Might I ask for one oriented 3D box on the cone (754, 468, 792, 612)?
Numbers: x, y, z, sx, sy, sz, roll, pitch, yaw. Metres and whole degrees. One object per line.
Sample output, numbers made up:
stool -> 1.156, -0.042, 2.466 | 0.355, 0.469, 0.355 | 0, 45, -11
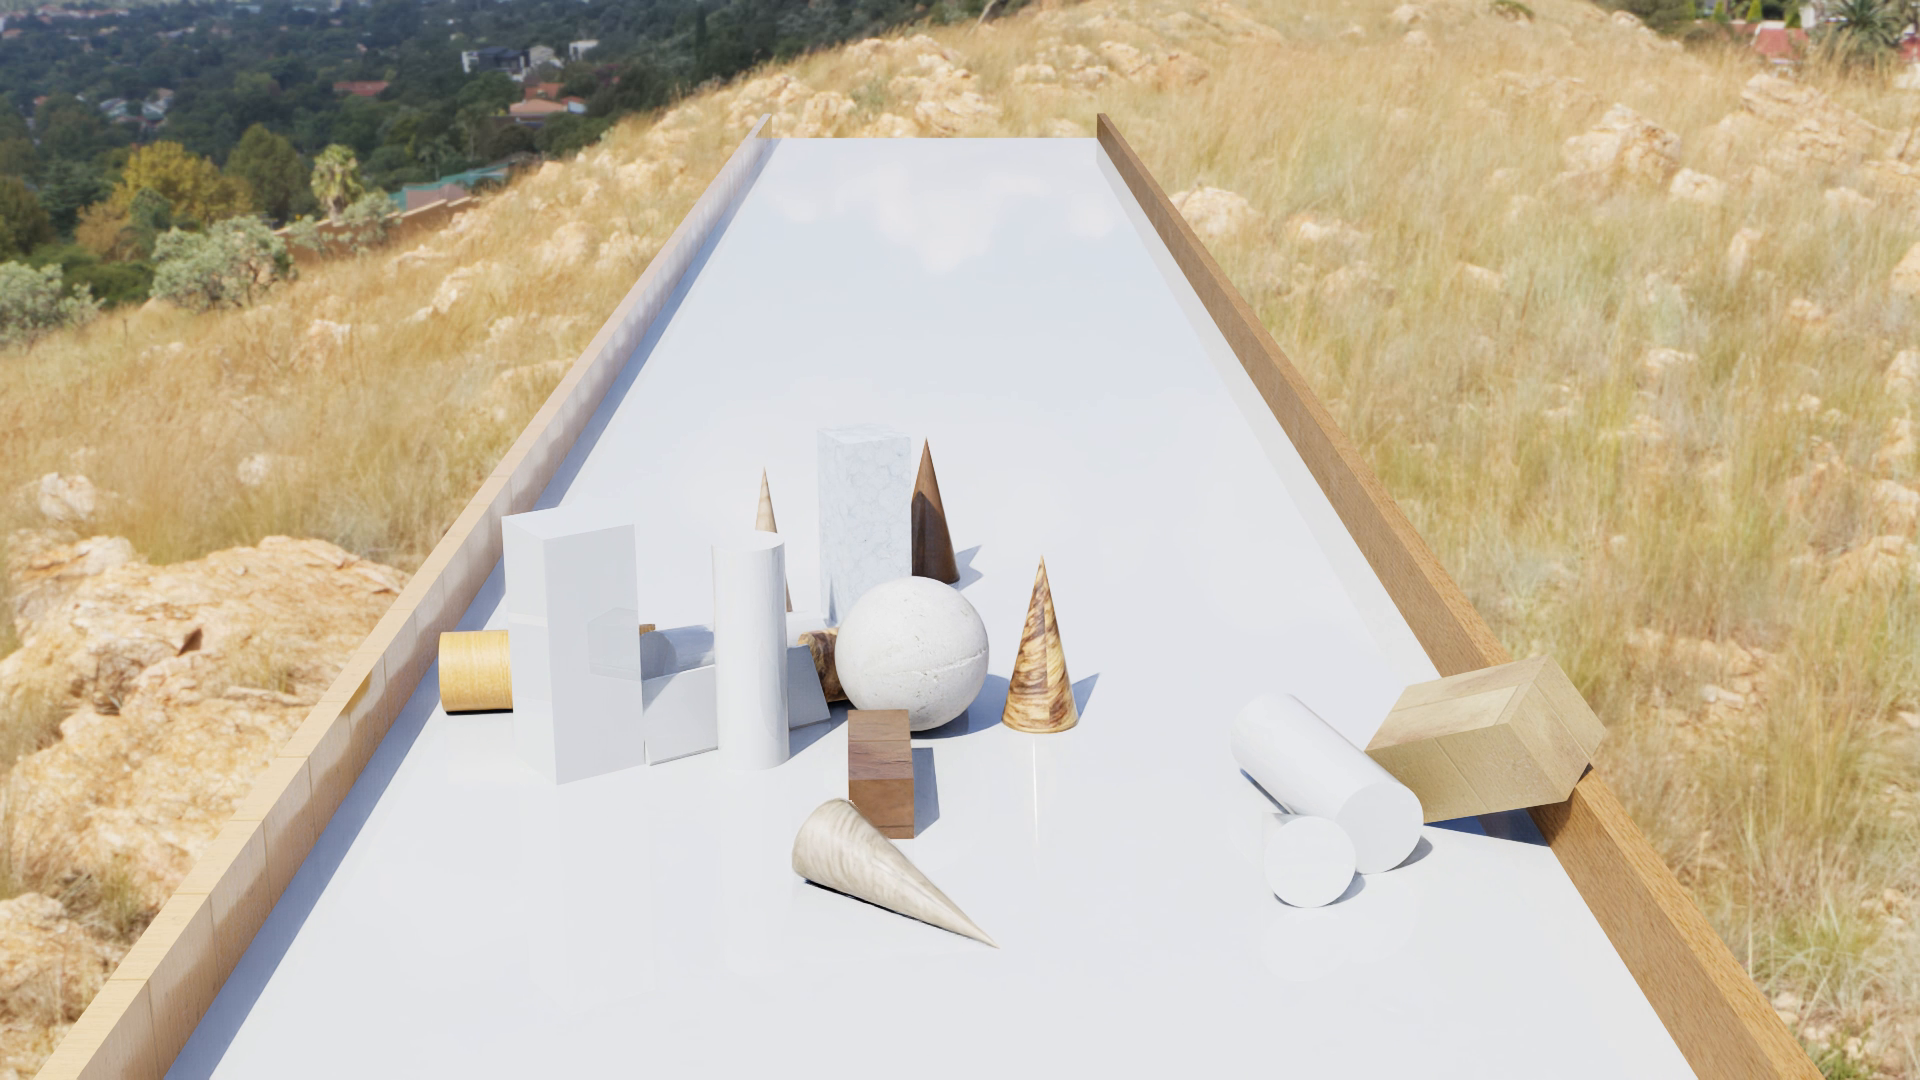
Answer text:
cone -> -0.385, 0.043, 4.378 | 0.131, 0.401, 0.131 | 0, 17, 0

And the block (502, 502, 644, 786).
block -> -0.676, 0.178, 3.850 | 0.170, 0.443, 0.170 | -11, 20, -33

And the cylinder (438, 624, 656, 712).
cylinder -> -0.773, 0.240, 4.156 | 0.398, 0.150, 0.150 | -2, 17, -7

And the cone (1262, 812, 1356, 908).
cone -> 0.520, 0.472, 3.516 | 0.141, 0.141, 0.359 | -1, 5, -4

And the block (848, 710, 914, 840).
block -> -0.136, 0.393, 3.720 | 0.106, 0.106, 0.314 | -1, 17, -3

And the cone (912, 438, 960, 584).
cone -> -0.074, -0.073, 4.898 | 0.152, 0.327, 0.152 | 0, 17, 0

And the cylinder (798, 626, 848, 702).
cylinder -> -0.149, 0.223, 4.233 | 0.301, 0.139, 0.139 | -8, 18, -26

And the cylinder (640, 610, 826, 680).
cylinder -> -0.430, 0.214, 4.178 | 0.125, 0.125, 0.410 | 13, 12, 37

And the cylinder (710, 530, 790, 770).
cylinder -> -0.368, 0.194, 3.868 | 0.128, 0.403, 0.128 | 0, 17, 0

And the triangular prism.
triangular prism -> -0.437, 0.287, 4.024 | 0.375, 0.129, 0.149 | -12, 20, -34

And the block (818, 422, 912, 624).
block -> -0.200, -0.030, 4.621 | 0.147, 0.403, 0.147 | -8, 18, -25

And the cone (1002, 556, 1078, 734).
cone -> 0.149, 0.179, 4.053 | 0.145, 0.327, 0.145 | 0, 17, 0

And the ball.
ball -> -0.087, 0.208, 4.028 | 0.284, 0.284, 0.284 | 0, 17, 0

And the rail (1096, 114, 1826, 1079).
rail -> 0.932, -0.844, 7.801 | 0.050, 0.150, 12.000 | 0, 17, -1

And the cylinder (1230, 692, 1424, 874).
cylinder -> 0.598, 0.394, 3.629 | 0.156, 0.156, 0.412 | -5, 17, -15

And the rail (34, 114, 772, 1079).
rail -> -1.118, -0.838, 7.780 | 0.050, 0.150, 12.000 | 0, 17, -1

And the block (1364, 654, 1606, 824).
block -> 0.844, 0.324, 3.545 | 0.308, 0.164, 0.164 | -21, 22, 52

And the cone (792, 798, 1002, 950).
cone -> -0.076, 0.532, 3.320 | 0.372, 0.137, 0.137 | 26, 29, 35
